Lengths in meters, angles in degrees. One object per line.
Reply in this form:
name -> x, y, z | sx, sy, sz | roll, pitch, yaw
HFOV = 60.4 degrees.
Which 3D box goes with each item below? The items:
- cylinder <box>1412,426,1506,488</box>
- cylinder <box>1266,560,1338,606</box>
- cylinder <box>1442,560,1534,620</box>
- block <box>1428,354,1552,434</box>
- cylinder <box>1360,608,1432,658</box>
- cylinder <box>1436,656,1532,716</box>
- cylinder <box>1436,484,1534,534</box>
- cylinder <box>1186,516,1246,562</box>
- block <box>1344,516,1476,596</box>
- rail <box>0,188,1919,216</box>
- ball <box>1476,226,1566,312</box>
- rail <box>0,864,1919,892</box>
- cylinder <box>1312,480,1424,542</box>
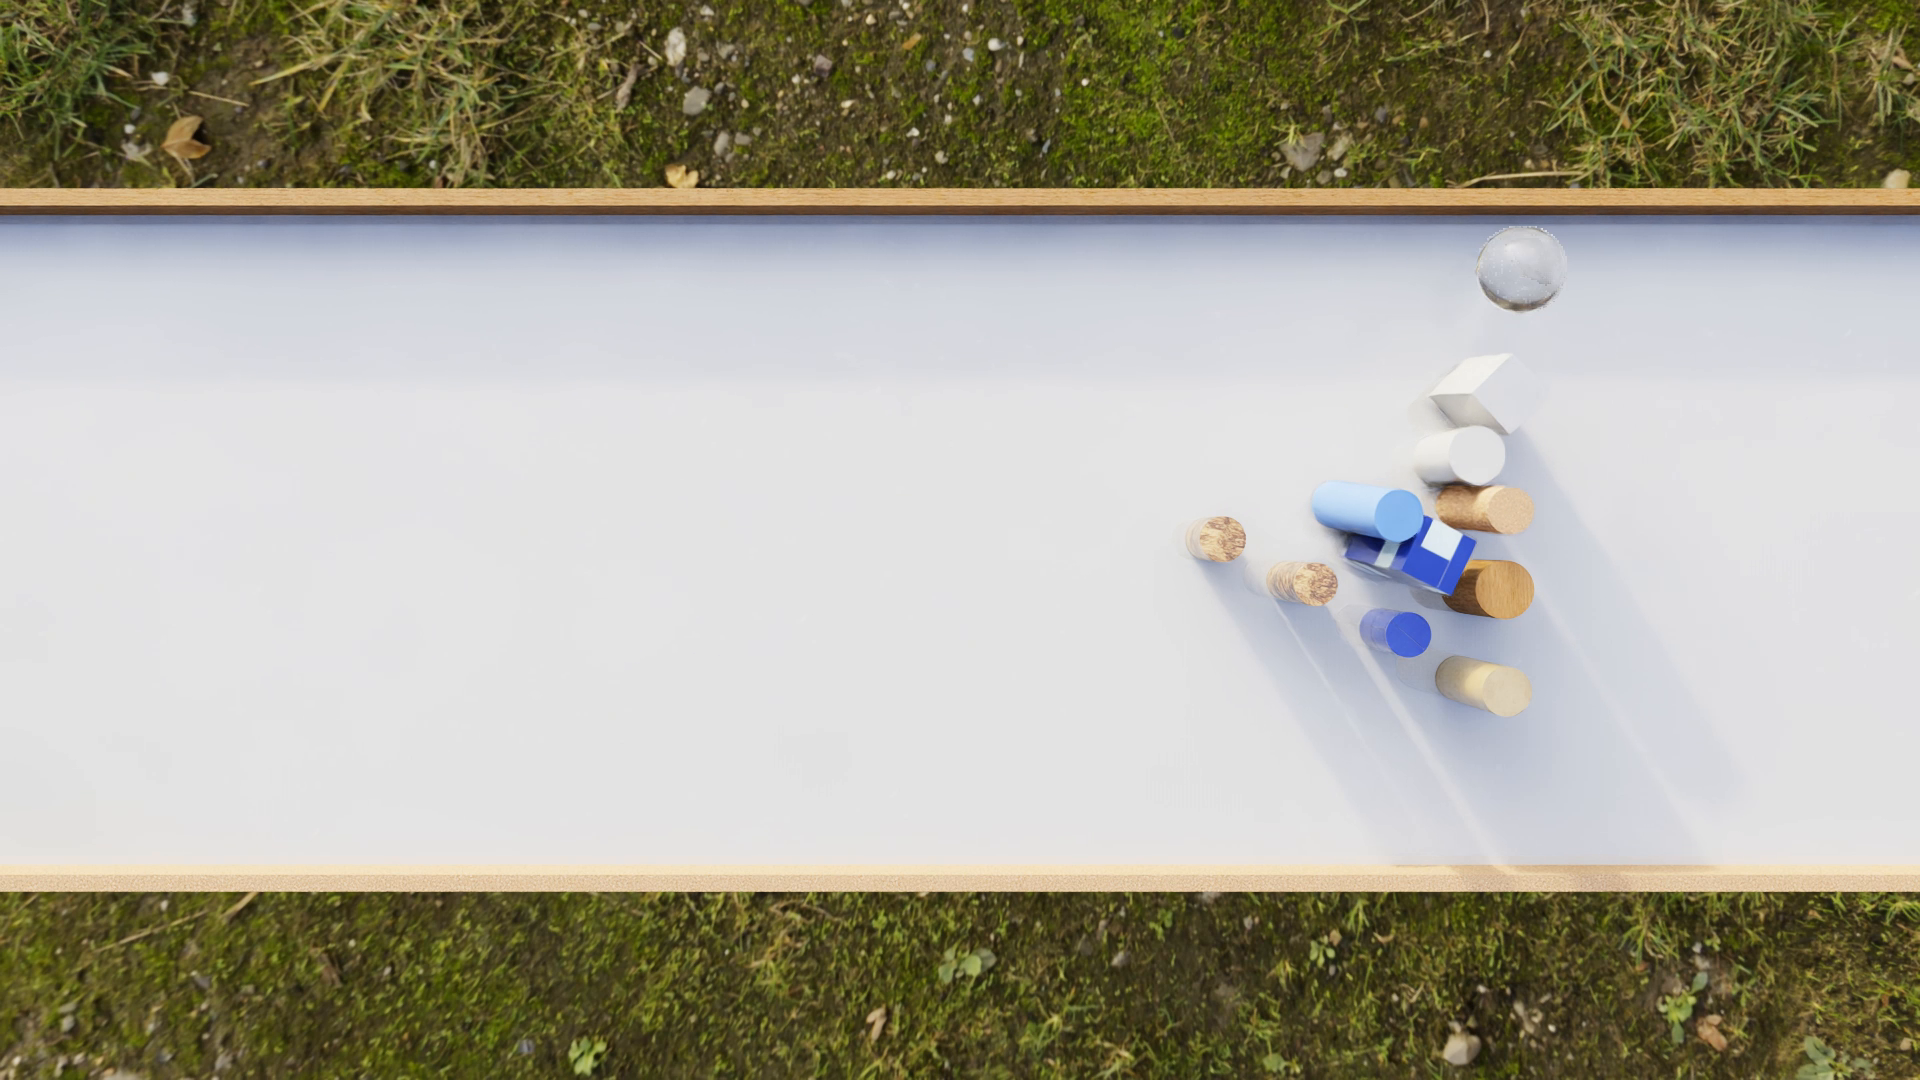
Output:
cylinder -> 1.481, -0.246, 4.908 | 0.167, 0.331, 0.167 | 0, 90, -2
cylinder -> 1.004, 0.125, 4.865 | 0.123, 0.424, 0.123 | 0, 90, 0
cylinder -> 1.561, 0.143, 4.900 | 0.169, 0.353, 0.169 | 0, 90, 0
block -> 1.565, -0.430, 4.892 | 0.165, 0.355, 0.165 | -44, 96, 0
cylinder -> 1.293, 0.273, 4.915 | 0.131, 0.323, 0.131 | 0, 90, 0
cylinder -> 1.532, 0.425, 4.848 | 0.140, 0.458, 0.140 | 0, 90, 0
cylinder -> 1.541, -0.094, 4.862 | 0.135, 0.418, 0.135 | 0, 93, -4
cylinder -> 0.759, -0.002, 4.917 | 0.133, 0.319, 0.133 | 0, 90, 0
block -> 1.319, 0.028, 4.861 | 0.171, 0.405, 0.171 | 26, 90, -11
rail -> -2.247, -1.025, 5.002 | 12.000, 0.150, 0.050 | 0, 90, 0
ball -> 1.622, -0.782, 4.776 | 0.246, 0.246, 0.246 | 0, 90, 0
rail -> -2.247, 1.025, 5.001 | 12.000, 0.150, 0.050 | 0, 90, 0
cylinder -> 1.192, -0.089, 4.849 | 0.148, 0.433, 0.148 | -1, 96, -11
